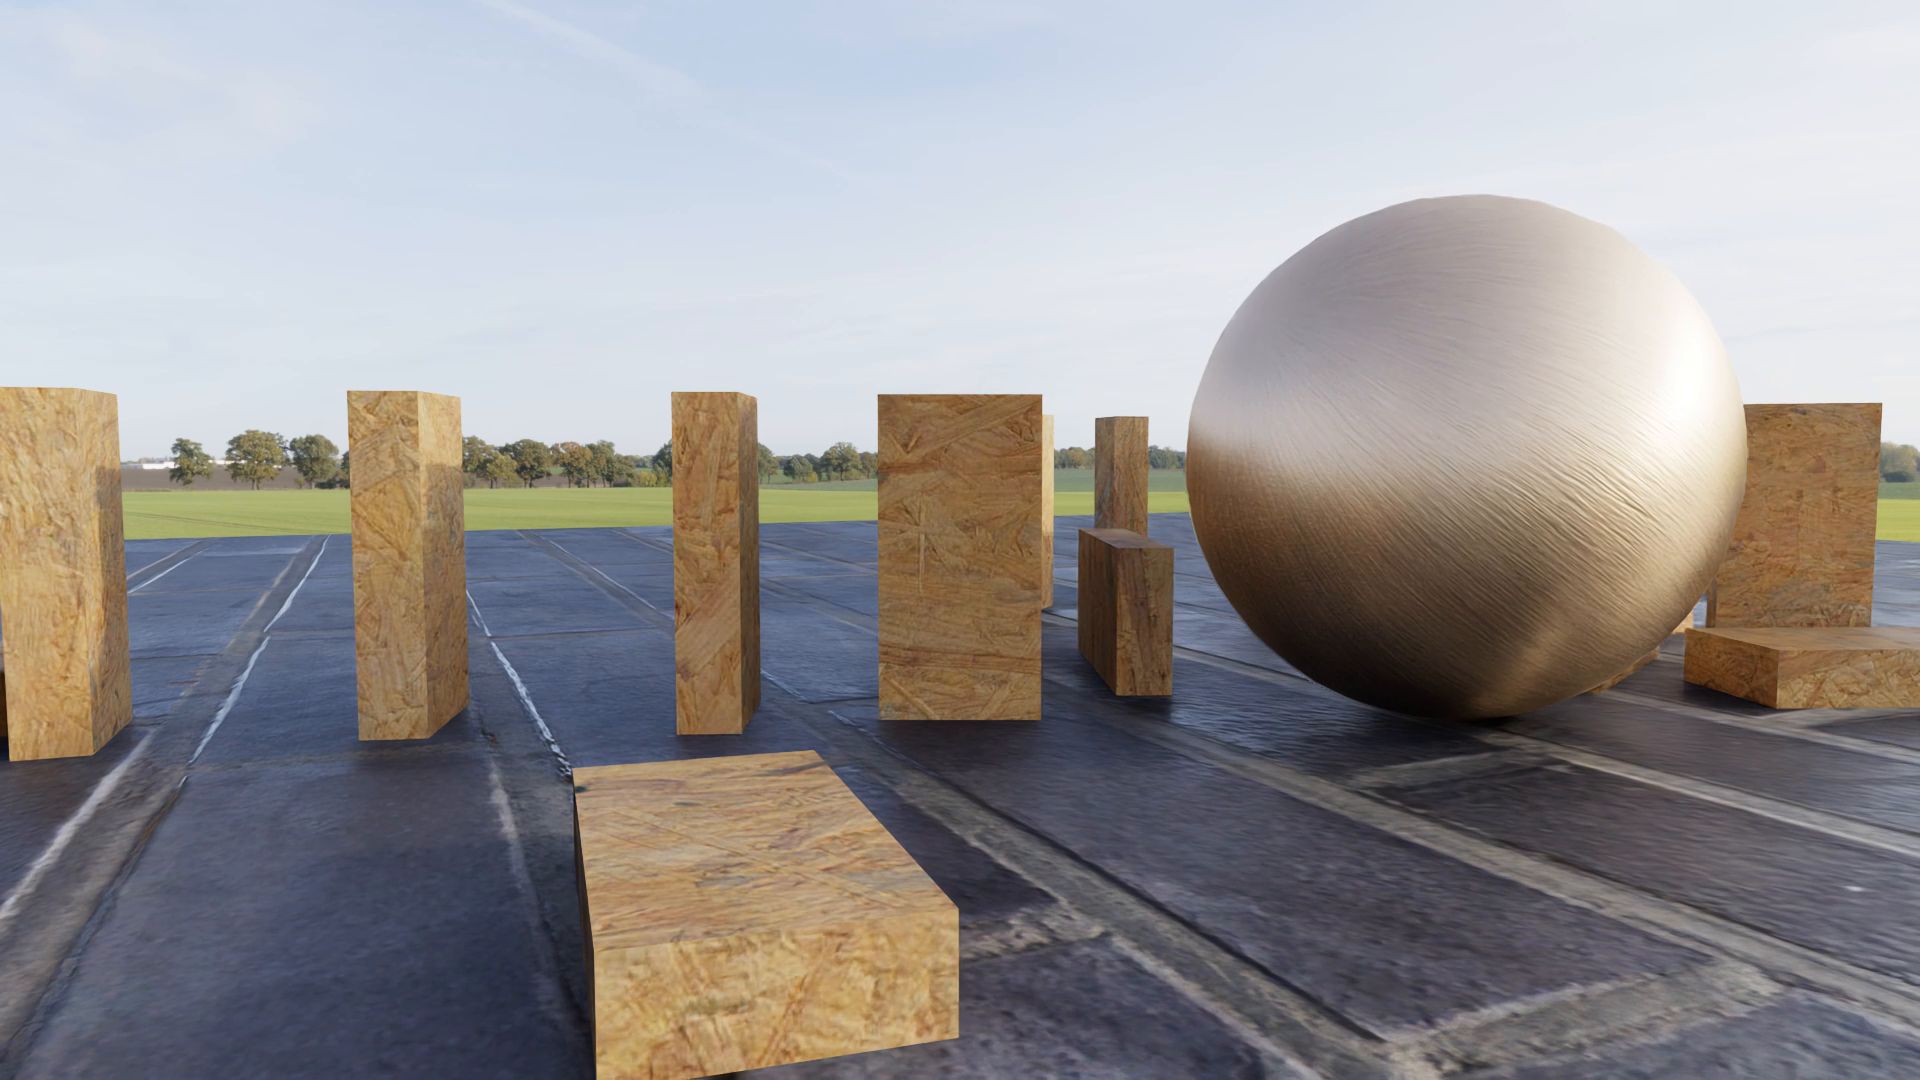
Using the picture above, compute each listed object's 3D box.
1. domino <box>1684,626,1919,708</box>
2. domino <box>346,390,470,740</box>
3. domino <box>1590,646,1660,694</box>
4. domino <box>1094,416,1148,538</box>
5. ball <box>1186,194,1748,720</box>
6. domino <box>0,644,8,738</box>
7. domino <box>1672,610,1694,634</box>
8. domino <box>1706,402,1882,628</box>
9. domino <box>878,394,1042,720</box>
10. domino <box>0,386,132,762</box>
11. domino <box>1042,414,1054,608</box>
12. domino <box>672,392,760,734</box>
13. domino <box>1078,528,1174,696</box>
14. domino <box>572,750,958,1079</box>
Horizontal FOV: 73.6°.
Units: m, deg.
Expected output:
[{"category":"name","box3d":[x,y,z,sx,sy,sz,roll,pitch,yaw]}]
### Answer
[{"category":"domino","box3d":[0.156,0.021,0.219,0.050,0.010,0.025,0,4,-2]},{"category":"domino","box3d":[-0.083,0.003,0.195,0.010,0.050,0.025,-1,4,-8]},{"category":"domino","box3d":[0.115,0.019,0.245,0.025,0.010,0.050,3,5,39]},{"category":"domino","box3d":[0.046,-0.010,0.364,0.010,0.050,0.025,0,4,-6]},{"category":"ball","box3d":[0.076,-0.012,0.199,0.080,0.080,0.080,0,4,0]},{"category":"domino","box3d":[-0.152,0.024,0.186,0.025,0.010,0.050,1,4,13]},{"category":"domino","box3d":[0.153,-0.004,0.288,0.025,0.050,0.009,-2,5,-27]},{"category":"domino","box3d":[0.158,-0.001,0.244,0.025,0.050,0.010,2,5,21]},{"category":"domino","box3d":[0.000,0.002,0.201,0.025,0.050,0.010,0,4,0]},{"category":"domino","box3d":[-0.128,0.004,0.184,0.009,0.050,0.025,-2,5,-22]},{"category":"domino","box3d":[0.011,-0.008,0.337,0.025,0.050,0.010,2,5,23]},{"category":"domino","box3d":[-0.037,0.003,0.199,0.010,0.050,0.025,0,4,-3]},{"category":"domino","box3d":[0.030,0.012,0.241,0.010,0.025,0.050,0,4,-2]},{"category":"domino","box3d":[-0.020,0.029,0.111,0.025,0.010,0.050,-1,5,-18]}]
